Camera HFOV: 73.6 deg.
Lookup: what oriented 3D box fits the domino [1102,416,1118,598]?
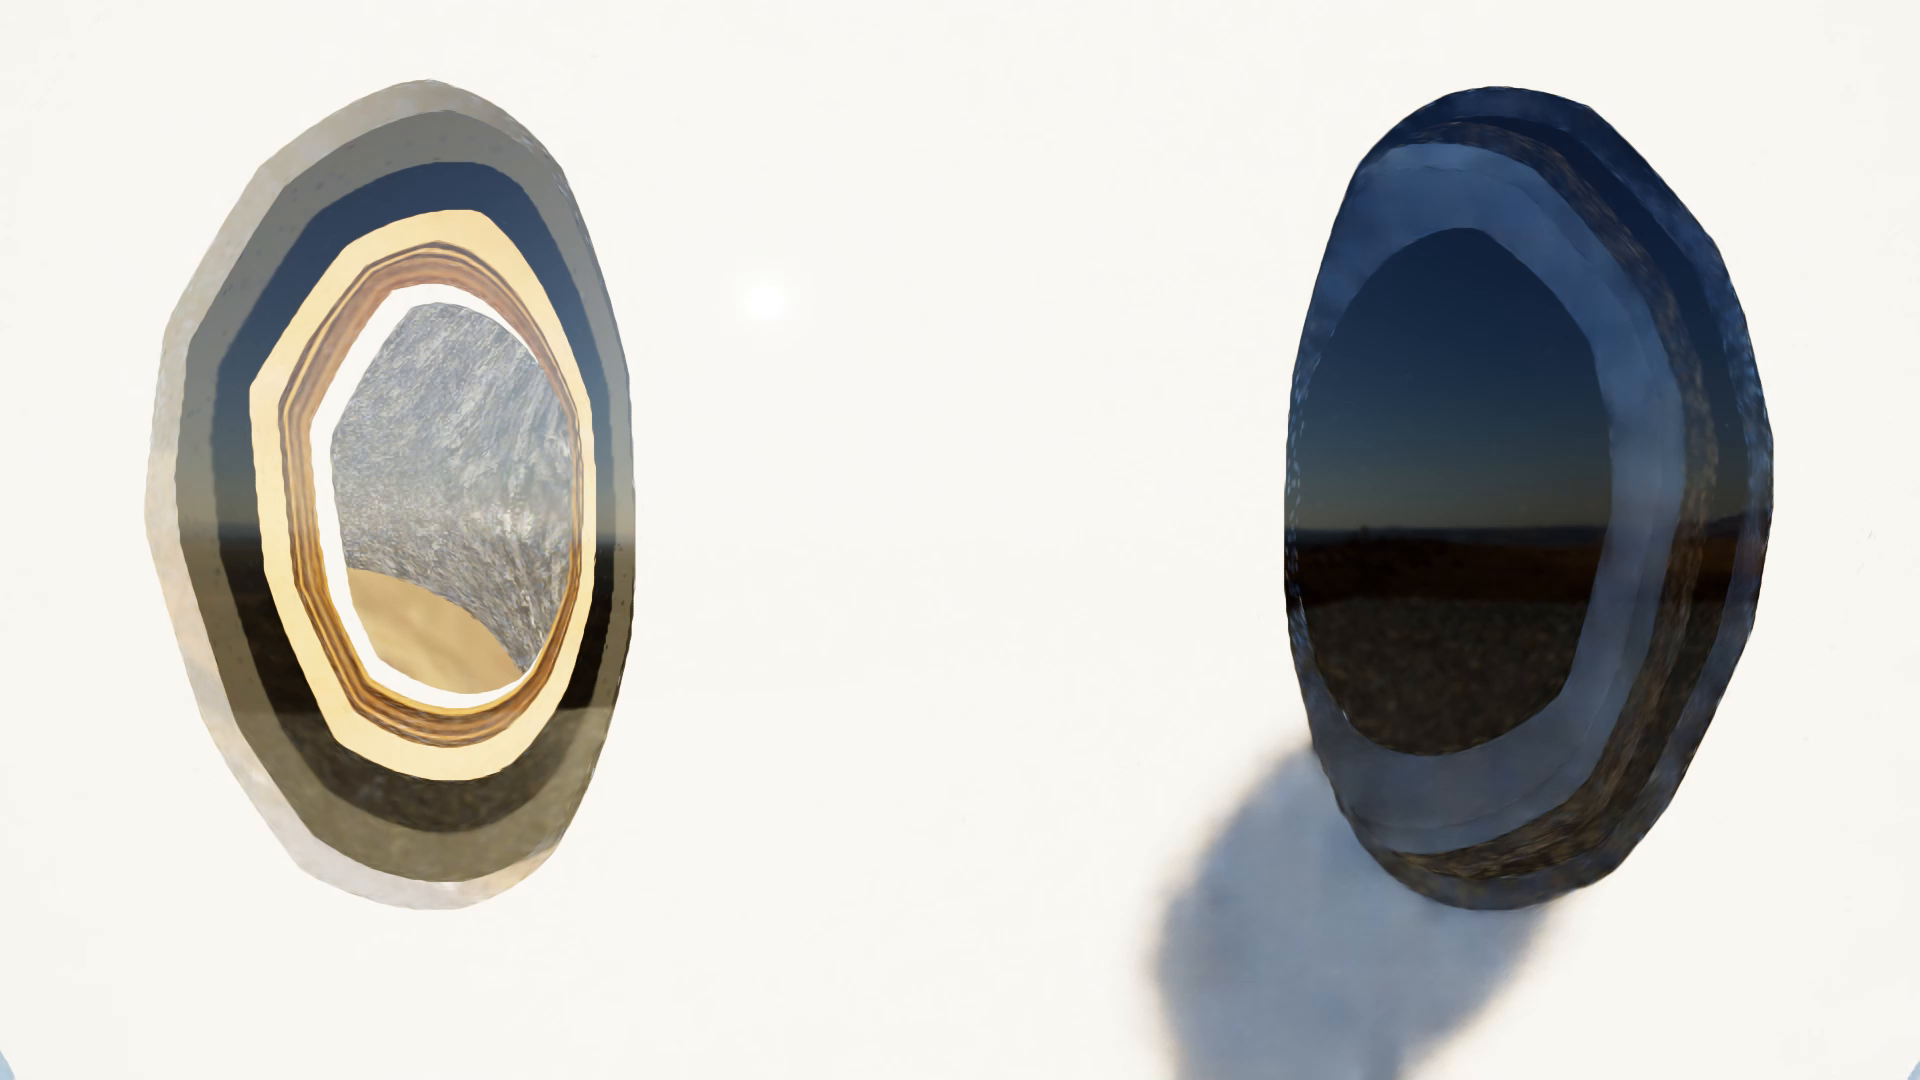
[{"bbox_3d":[0.031,-0.009,0.360,0.025,0.050,0.009,1,4,14],"label":"domino"}]

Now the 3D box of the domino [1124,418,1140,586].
[{"bbox_3d":[0.041,-0.012,0.393,0.025,0.050,0.009,2,5,26],"label":"domino"}]

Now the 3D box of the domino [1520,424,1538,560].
[{"bbox_3d":[0.200,-0.018,0.477,0.025,0.050,0.009,3,5,36],"label":"domino"}]

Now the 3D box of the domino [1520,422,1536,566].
[{"bbox_3d":[0.191,-0.017,0.458,0.025,0.050,0.009,2,5,26],"label":"domino"}]

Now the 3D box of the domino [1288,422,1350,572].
[{"bbox_3d":[0.123,-0.015,0.440,0.009,0.050,0.025,-1,4,-12],"label":"domino"}]

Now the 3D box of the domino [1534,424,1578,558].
[{"bbox_3d":[0.222,-0.019,0.488,0.009,0.050,0.025,-1,4,-13],"label":"domino"}]

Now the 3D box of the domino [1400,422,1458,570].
[{"bbox_3d":[0.161,-0.016,0.442,0.009,0.050,0.025,0,4,-1],"label":"domino"}]

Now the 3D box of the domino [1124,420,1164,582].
[{"bbox_3d":[0.051,-0.013,0.406,0.009,0.050,0.025,-4,6,-45],"label":"domino"}]

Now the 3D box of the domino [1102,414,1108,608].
[{"bbox_3d":[0.026,-0.008,0.338,0.025,0.050,0.009,1,4,9],"label":"domino"}]

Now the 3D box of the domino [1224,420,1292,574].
[{"bbox_3d":[0.100,-0.015,0.434,0.009,0.050,0.025,-1,5,-19],"label":"domino"}]

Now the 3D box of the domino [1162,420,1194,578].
[{"bbox_3d":[0.063,-0.014,0.416,0.009,0.050,0.025,-3,5,-33],"label":"domino"}]

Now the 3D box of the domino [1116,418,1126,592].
[{"bbox_3d":[0.035,-0.011,0.376,0.025,0.050,0.009,1,4,16],"label":"domino"}]

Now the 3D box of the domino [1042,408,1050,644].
[{"bbox_3d":[0.006,-0.003,0.277,0.025,0.050,0.010,2,5,27],"label":"domino"}]

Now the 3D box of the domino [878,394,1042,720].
[{"bbox_3d":[0.000,0.002,0.201,0.025,0.050,0.010,0,4,0],"label":"domino"}]

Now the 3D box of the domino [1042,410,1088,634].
[{"bbox_3d":[0.016,-0.005,0.294,0.025,0.050,0.010,2,5,27],"label":"domino"}]

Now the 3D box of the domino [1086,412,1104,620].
[{"bbox_3d":[0.022,-0.006,0.314,0.025,0.050,0.009,1,4,11],"label":"domino"}]

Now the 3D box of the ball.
[{"bbox_3d":[0.000,-0.002,0.056,0.080,0.080,0.080,0,4,0],"label":"ball"}]

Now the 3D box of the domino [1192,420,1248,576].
[{"bbox_3d":[0.084,-0.015,0.427,0.009,0.050,0.025,-2,5,-25],"label":"domino"}]

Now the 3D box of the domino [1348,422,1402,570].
[{"bbox_3d":[0.142,-0.016,0.442,0.009,0.050,0.025,0,4,0],"label":"domino"}]

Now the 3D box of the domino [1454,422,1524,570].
[{"bbox_3d":[0.181,-0.016,0.445,0.009,0.050,0.025,-3,5,-31],"label":"domino"}]

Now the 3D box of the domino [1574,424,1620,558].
[{"bbox_3d":[0.239,-0.019,0.491,0.010,0.050,0.025,-1,4,-8],"label":"domino"}]
